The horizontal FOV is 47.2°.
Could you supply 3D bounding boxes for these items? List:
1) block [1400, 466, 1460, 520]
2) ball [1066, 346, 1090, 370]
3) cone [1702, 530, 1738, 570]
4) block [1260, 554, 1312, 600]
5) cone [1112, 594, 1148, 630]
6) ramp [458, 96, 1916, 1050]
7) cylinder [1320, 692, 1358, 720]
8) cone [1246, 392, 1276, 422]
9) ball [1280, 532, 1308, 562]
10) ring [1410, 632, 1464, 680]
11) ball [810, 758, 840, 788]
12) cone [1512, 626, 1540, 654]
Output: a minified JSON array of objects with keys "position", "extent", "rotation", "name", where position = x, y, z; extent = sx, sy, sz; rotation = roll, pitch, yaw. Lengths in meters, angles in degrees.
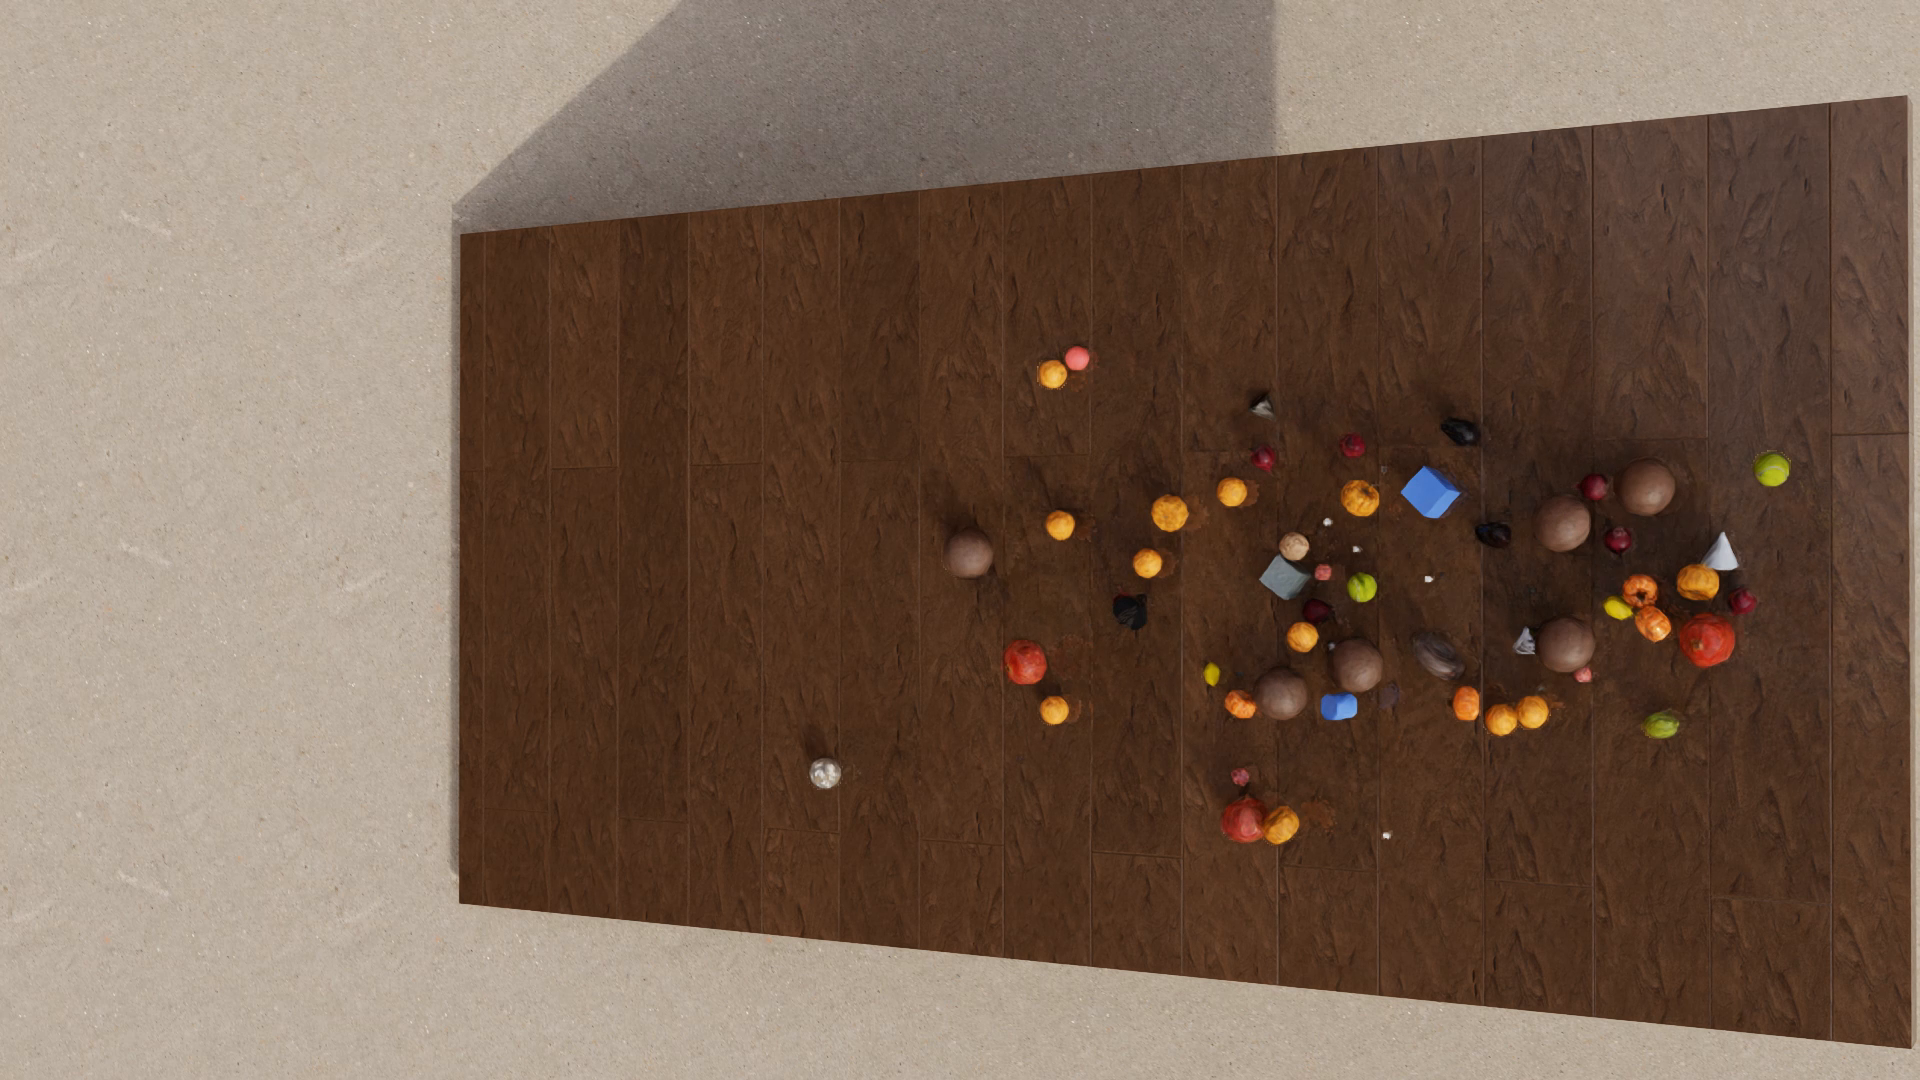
[{"position":[1.084,-0.109,5.069],"extent":[0.082,0.082,0.082],"rotation":[-50,62,19],"name":"block"},{"position":[0.295,-0.457,5.534],"extent":[0.060,0.060,0.060],"rotation":[0,89,0],"name":"ball"},{"position":[1.644,0.015,4.747],"extent":[0.078,0.078,0.078],"rotation":[-1,111,0],"name":"cone"},{"position":[0.778,0.088,5.248],"extent":[0.076,0.076,0.076],"rotation":[41,108,23],"name":"block"},{"position":[0.436,0.156,5.378],"extent":[0.093,0.093,0.093],"rotation":[17,128,24],"name":"cone"},{"position":[0.272,0.075,5.634],"extent":[4.000,0.100,2.000],"rotation":[0,89,29],"name":"ramp"},{"position":[0.869,0.381,5.040],"extent":[0.060,0.060,0.060],"rotation":[-5,89,-29],"name":"cylinder"},{"position":[0.740,-0.309,5.298],"extent":[0.070,0.070,0.070],"rotation":[-43,97,0],"name":"cone"},{"position":[0.790,0.016,5.198],"extent":[0.069,0.069,0.069],"rotation":[0,89,0],"name":"ball"},{"position":[1.092,0.265,5.033],"extent":[0.141,0.141,0.047],"rotation":[34,115,0],"name":"ring"},{"position":[-0.361,0.623,5.880],"extent":[0.083,0.083,0.083],"rotation":[0,89,0],"name":"ball"},{"position":[1.275,0.219,4.953],"extent":[0.060,0.060,0.060],"rotation":[-5,112,0],"name":"cone"}]
